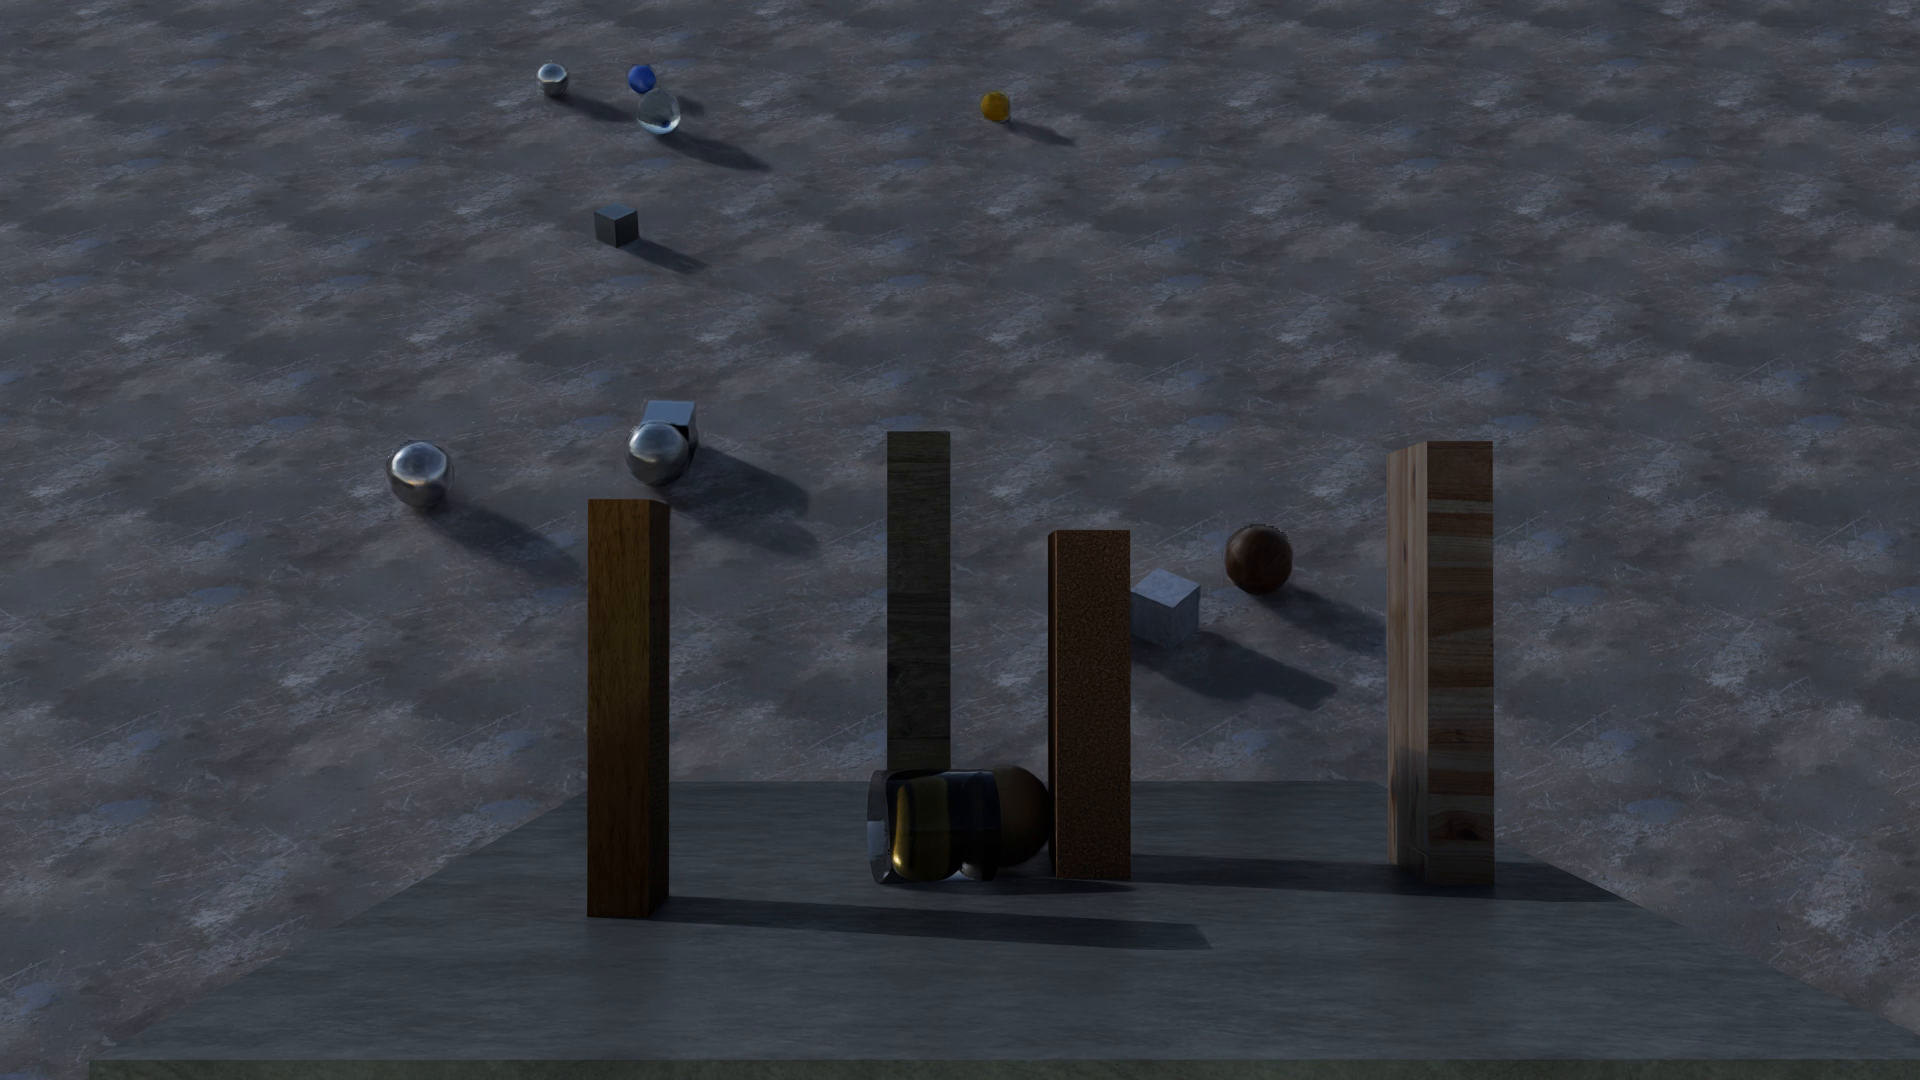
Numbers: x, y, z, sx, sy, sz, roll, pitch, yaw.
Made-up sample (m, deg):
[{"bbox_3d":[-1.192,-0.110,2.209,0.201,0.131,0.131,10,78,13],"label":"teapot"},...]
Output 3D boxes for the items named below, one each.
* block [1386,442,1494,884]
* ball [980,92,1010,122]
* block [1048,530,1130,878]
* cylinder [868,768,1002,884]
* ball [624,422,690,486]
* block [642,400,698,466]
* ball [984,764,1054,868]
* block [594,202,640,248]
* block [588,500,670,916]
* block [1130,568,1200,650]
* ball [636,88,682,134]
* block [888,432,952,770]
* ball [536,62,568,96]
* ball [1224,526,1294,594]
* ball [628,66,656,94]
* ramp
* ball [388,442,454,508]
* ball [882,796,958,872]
[{"bbox_3d":[0.848,0.212,4.601,0.112,0.751,0.415,0,-1,0],"label":"block"},{"bbox_3d":[0.143,-1.746,10.451,0.117,0.117,0.117,0,33,0],"label":"ball"},{"bbox_3d":[0.231,0.288,4.710,0.128,0.603,0.433,0,-1,0],"label":"block"},{"bbox_3d":[-0.046,0.488,4.426,0.194,0.194,0.194,0,32,-12],"label":"cylinder"},{"bbox_3d":[-0.946,-0.269,8.103,0.202,0.202,0.202,0,33,0],"label":"ball"},{"bbox_3d":[-0.924,-0.342,8.263,0.148,0.148,0.148,2,33,4],"label":"block"},{"bbox_3d":[0.075,0.493,4.644,0.185,0.185,0.185,0,33,0],"label":"ball"},{"bbox_3d":[-1.265,-1.161,9.556,0.112,0.112,0.112,26,41,34],"label":"block"},{"bbox_3d":[-0.522,0.259,4.104,0.094,0.638,0.277,0,-1,0],"label":"block"},{"bbox_3d":[0.585,0.197,7.437,0.147,0.147,0.147,22,39,30],"label":"block"},{"bbox_3d":[-1.201,-1.705,10.330,0.181,0.181,0.181,0,33,0],"label":"ball"},{"bbox_3d":[-0.074,0.200,4.858,0.114,0.784,0.399,0,-1,0],"label":"block"},{"bbox_3d":[-1.677,-1.895,10.664,0.134,0.134,0.134,0,33,0],"label":"ball"},{"bbox_3d":[0.876,0.059,7.600,0.200,0.200,0.200,0,33,0],"label":"ball"},{"bbox_3d":[-1.311,-1.897,10.686,0.115,0.115,0.115,0,33,0],"label":"ball"},{"bbox_3d":[0.073,0.640,4.756,2.000,0.100,4.000,0,-1,0],"label":"ramp"},{"bbox_3d":[-1.663,-0.202,7.999,0.204,0.204,0.204,0,33,0],"label":"ball"},{"bbox_3d":[-0.071,0.520,4.585,0.135,0.135,0.135,0,33,0],"label":"ball"}]
